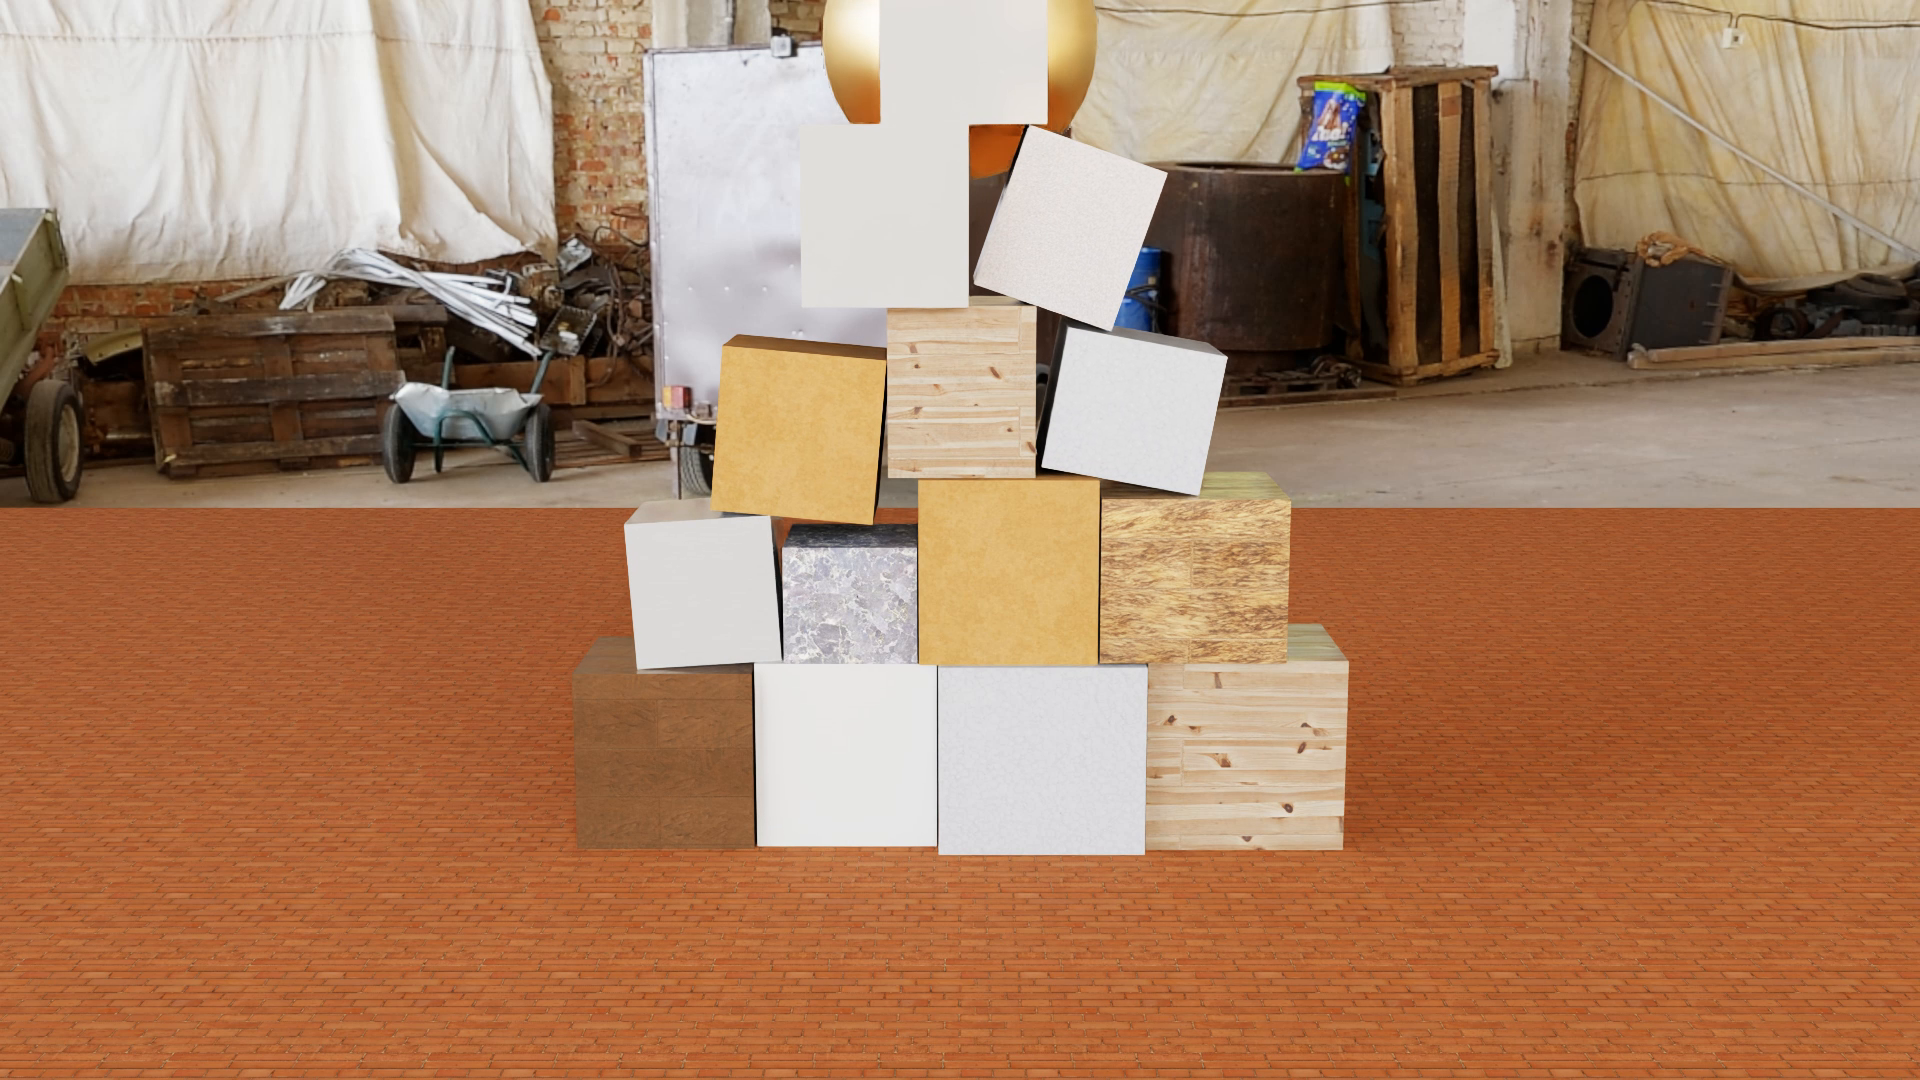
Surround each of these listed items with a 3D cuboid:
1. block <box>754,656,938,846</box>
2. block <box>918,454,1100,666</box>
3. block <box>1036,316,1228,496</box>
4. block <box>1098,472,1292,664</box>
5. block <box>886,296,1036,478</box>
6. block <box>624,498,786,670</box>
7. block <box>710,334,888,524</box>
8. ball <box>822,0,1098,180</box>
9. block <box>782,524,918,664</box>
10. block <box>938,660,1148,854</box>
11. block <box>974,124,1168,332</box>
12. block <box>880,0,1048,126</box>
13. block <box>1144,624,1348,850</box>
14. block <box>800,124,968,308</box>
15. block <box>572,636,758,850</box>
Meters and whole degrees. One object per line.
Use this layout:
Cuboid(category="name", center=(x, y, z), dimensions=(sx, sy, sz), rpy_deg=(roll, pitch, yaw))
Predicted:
Cuboid(category="block", center=(-0.568, 1.010, 11.381), dimensions=(0.905, 0.942, 0.781), rpy_deg=(0, 10, 0))
Cuboid(category="block", center=(0.237, 0.082, 11.201), dimensions=(0.880, 0.919, 0.911), rpy_deg=(0, 10, 0))
Cuboid(category="block", center=(0.844, -0.689, 11.072), dimensions=(0.783, 0.692, 0.768), rpy_deg=(10, 10, -2))
Cuboid(category="block", center=(1.147, 0.123, 11.190), dimensions=(0.918, 0.816, 0.913), rpy_deg=(0, 10, 0))
Cuboid(category="block", center=(0.008, -0.780, 11.033), dimensions=(0.721, 0.839, 0.709), rpy_deg=(0, 10, 0))
Cuboid(category="block", center=(-1.272, 0.199, 11.237), dimensions=(0.722, 0.734, 0.695), rpy_deg=(-4, 10, 1))
Cuboid(category="block", center=(-0.790, -0.569, 11.090), dimensions=(0.801, 0.812, 0.690), rpy_deg=(5, 10, -1))
Cuboid(category="ball", center=(0.000, -2.897, 12.762), dimensions=(1.600, 1.600, 1.600), rpy_deg=(0, 10, 0))
Cuboid(category="block", center=(-0.543, 0.264, 11.213), dimensions=(0.662, 0.585, 0.697), rpy_deg=(0, 10, 0))
Cuboid(category="block", center=(0.407, 1.007, 11.355), dimensions=(1.026, 0.956, 1.000), rpy_deg=(0, 10, 0))
Cuboid(category="block", center=(0.531, -1.556, 10.902), dimensions=(0.703, 0.801, 0.675), rpy_deg=(19, 10, -3))
Cuboid(category="block", center=(0.018, -2.348, 10.771), dimensions=(0.794, 0.618, 0.762), rpy_deg=(0, 11, 0))
Cuboid(category="block", center=(1.425, 0.999, 11.362), dimensions=(0.990, 0.969, 0.862), rpy_deg=(0, 10, 0))
Cuboid(category="block", center=(-0.358, -1.618, 10.894), dimensions=(0.796, 0.859, 0.937), rpy_deg=(0, 10, 0))
Cuboid(category="block", center=(-1.475, 1.033, 11.357), dimensions=(0.889, 0.905, 0.825), rpy_deg=(0, 10, 0))
